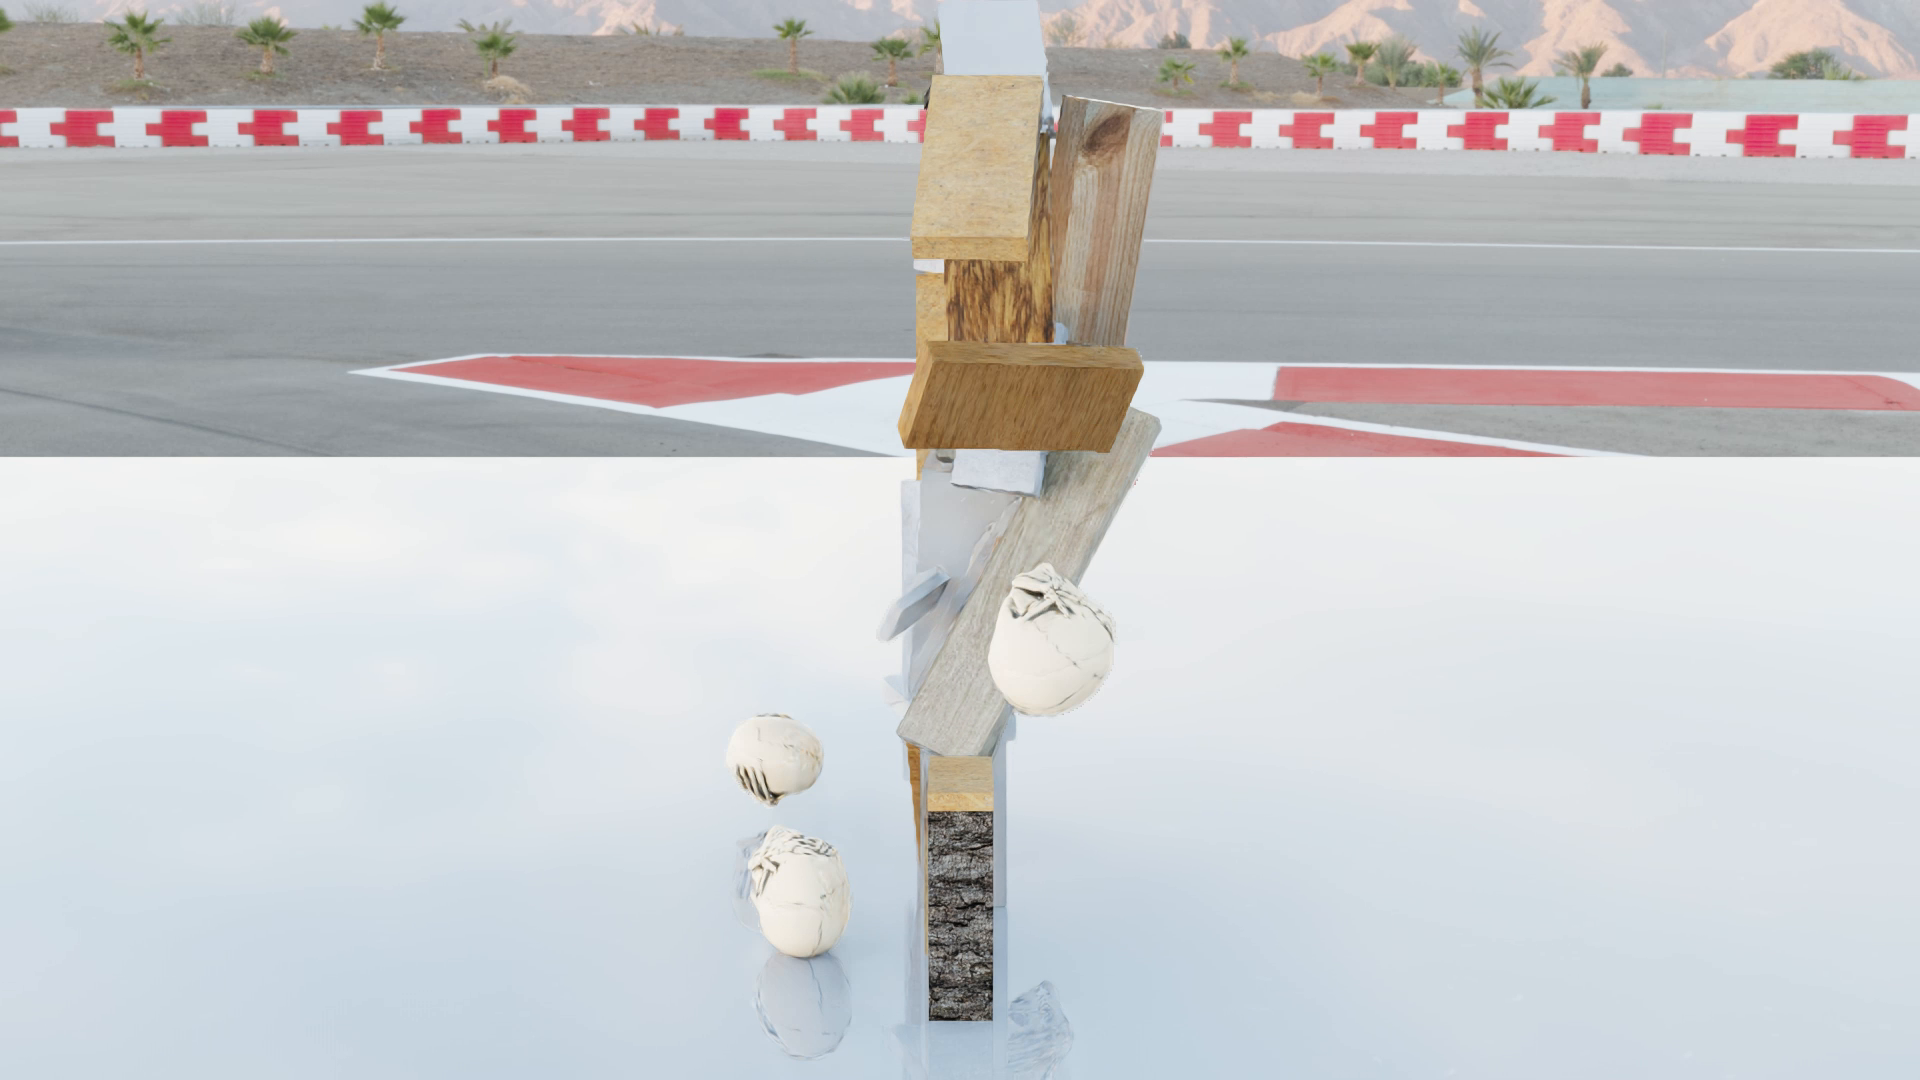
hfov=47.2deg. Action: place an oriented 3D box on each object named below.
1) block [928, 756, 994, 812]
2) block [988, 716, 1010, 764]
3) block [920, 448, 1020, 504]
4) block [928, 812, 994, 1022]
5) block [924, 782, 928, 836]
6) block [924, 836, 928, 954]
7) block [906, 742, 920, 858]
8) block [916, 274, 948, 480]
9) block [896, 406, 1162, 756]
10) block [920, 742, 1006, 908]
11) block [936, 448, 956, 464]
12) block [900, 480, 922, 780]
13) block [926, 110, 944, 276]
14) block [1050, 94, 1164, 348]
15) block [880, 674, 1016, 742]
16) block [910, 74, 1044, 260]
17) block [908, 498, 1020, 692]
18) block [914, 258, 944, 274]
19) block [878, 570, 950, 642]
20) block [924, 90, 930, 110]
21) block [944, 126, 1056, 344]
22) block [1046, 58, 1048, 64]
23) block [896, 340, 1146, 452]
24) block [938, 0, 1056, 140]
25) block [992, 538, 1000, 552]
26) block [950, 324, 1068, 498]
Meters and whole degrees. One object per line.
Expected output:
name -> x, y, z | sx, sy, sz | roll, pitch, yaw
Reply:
block -> 0.001, 0.348, 3.156 | 0.092, 0.026, 0.185 | 0, 11, 0
block -> 0.041, 0.278, 3.504 | 0.071, 0.237, 0.020 | 15, -19, 16
block -> 0.024, -0.112, 3.727 | 0.162, 0.046, 0.325 | 4, 9, 1
block -> 0.001, 0.529, 3.127 | 0.092, 0.318, 0.026 | 0, 11, 0
block -> -0.004, 0.416, 3.435 | 0.099, 0.028, 0.199 | 0, 11, 0
block -> -0.004, 0.540, 3.391 | 0.099, 0.199, 0.028 | 0, 11, 0
block -> -0.013, 0.420, 3.781 | 0.141, 0.282, 0.040 | -6, 11, -1
block -> -0.001, 0.027, 3.961 | 0.154, 1.000, 0.044 | 0, 7, 0
block -> 0.113, 0.059, 3.476 | 0.139, 0.638, 0.039 | 23, -14, 23
block -> 0.005, 0.459, 3.602 | 0.141, 0.282, 0.040 | 0, 9, -2
block -> 0.057, -0.255, 3.592 | 0.139, 0.277, 0.039 | 9, -11, 10
block -> -0.019, 0.159, 3.895 | 0.162, 0.530, 0.046 | 0, 1, 11
block -> -0.001, -0.138, 4.063 | 0.122, 1.287, 0.034 | 0, 10, -3
block -> 0.208, -0.438, 3.641 | 0.165, 0.568, 0.047 | 10, 14, 6
block -> -0.022, 0.278, 3.658 | 0.141, 0.040, 0.282 | -5, 14, -19
block -> 0.029, -0.554, 3.247 | 0.167, 0.047, 0.334 | 2, 54, 6
block -> 0.007, 0.090, 3.640 | 0.162, 0.325, 0.046 | 3, 4, -2
block -> 0.031, -0.483, 3.819 | 0.154, 0.044, 0.308 | 1, 9, -15
block -> -0.073, 0.106, 3.527 | 0.020, 0.071, 0.142 | 37, 37, 15
block -> 0.021, -0.774, 3.863 | 0.121, 0.034, 0.243 | -1, 10, -12
block -> 0.059, -0.472, 3.418 | 0.167, 0.334, 0.047 | 0, 23, 7
block -> 0.051, -0.661, 3.742 | 0.165, 0.329, 0.047 | 2, 20, -5
block -> 0.089, -0.210, 3.249 | 0.334, 0.167, 0.047 | 0, 45, -22
block -> 0.058, -0.766, 3.578 | 0.165, 0.047, 0.329 | -8, 50, 3
block -> 0.064, 0.076, 3.552 | 0.020, 0.142, 0.071 | 6, -21, 36
block -> 0.080, -0.214, 3.523 | 0.139, 0.277, 0.039 | 8, -8, 19
